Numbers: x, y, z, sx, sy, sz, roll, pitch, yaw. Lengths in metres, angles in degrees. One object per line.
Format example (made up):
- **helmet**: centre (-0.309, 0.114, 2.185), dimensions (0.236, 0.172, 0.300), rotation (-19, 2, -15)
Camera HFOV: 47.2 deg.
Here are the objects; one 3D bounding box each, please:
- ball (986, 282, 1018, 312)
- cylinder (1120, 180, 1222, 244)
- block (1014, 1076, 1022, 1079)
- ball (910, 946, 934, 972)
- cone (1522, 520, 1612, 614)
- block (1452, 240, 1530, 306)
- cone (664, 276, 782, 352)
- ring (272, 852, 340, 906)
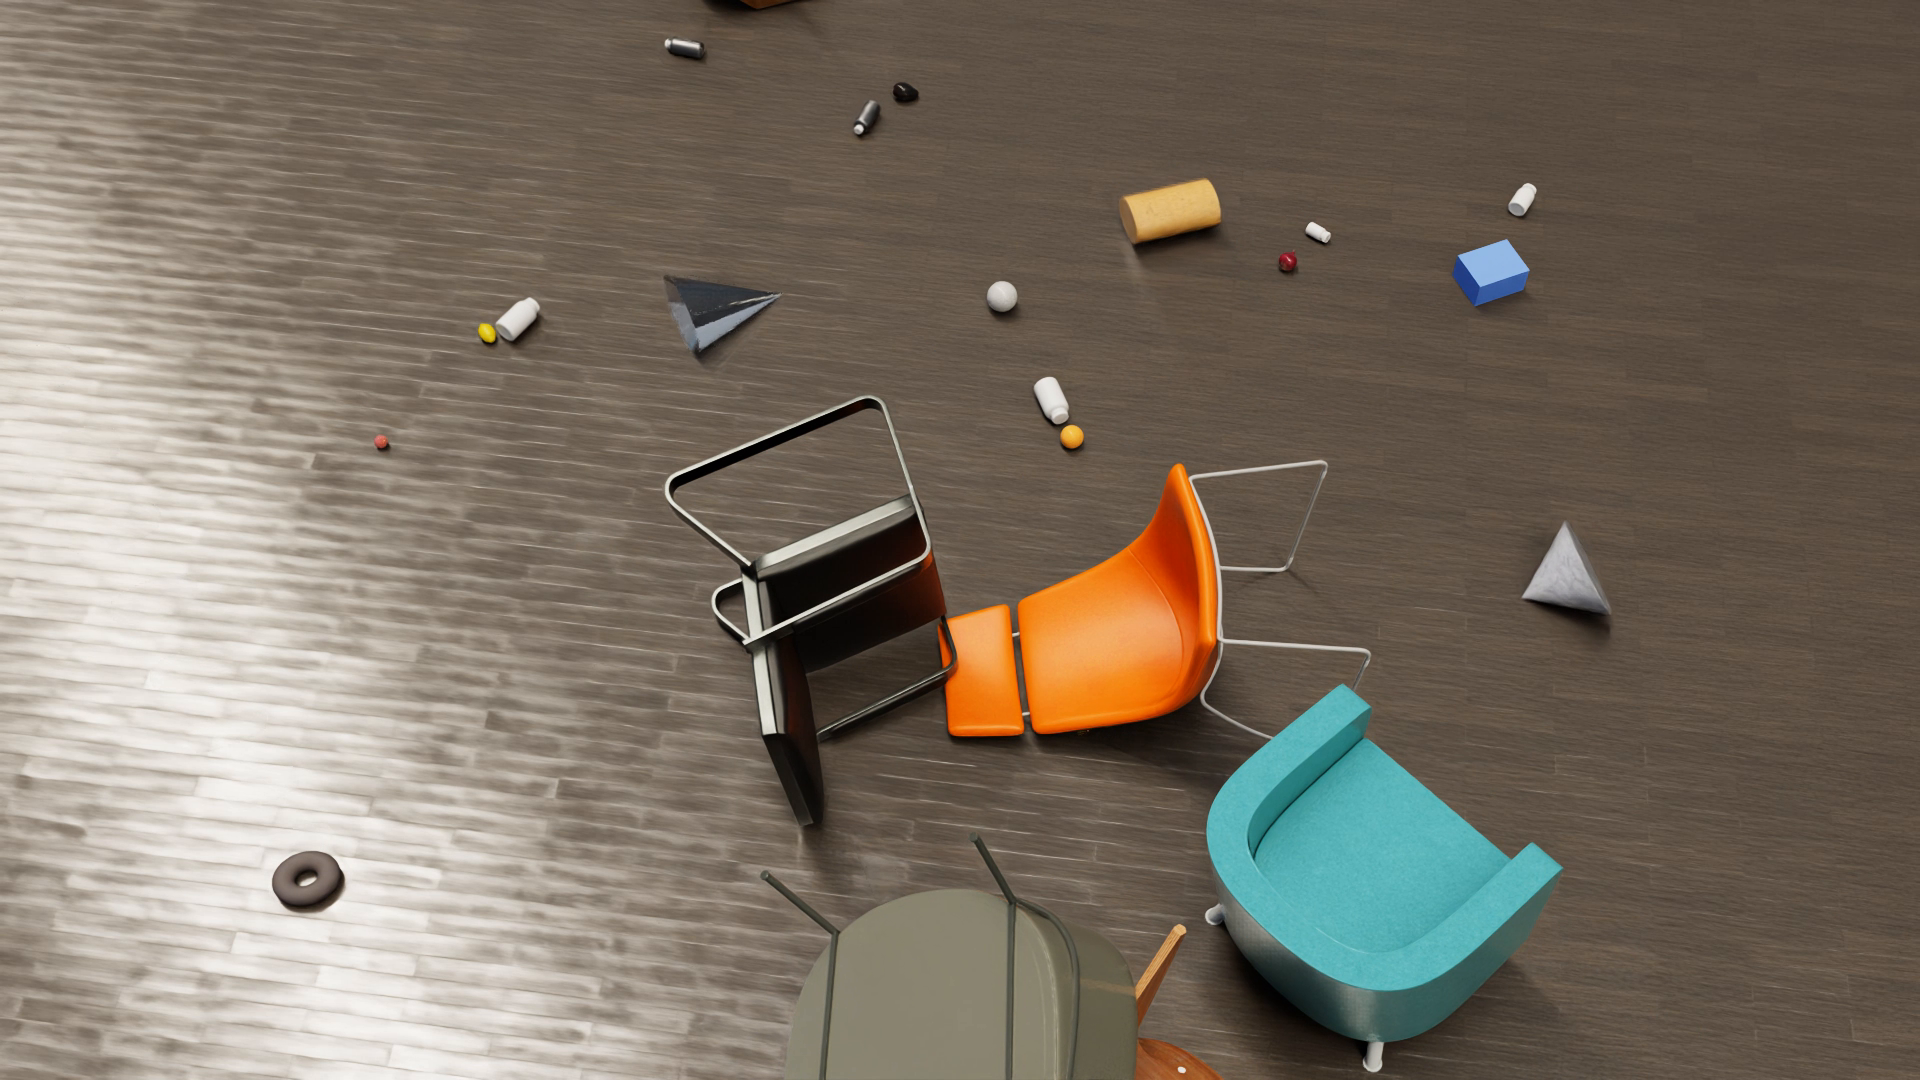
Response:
- **ball**: centre (0.135, -0.779, 7.037), dimensions (0.099, 0.099, 0.099), rotation (0, 56, 0)
- **cylinder**: centre (0.690, -1.078, 7.217), dimensions (0.290, 0.133, 0.173), rotation (-14, 56, -9)
- **block**: centre (0.121, 1.441, 5.550), dimensions (0.068, 0.094, 0.148), rotation (37, 64, 22)
- **ball**: centre (-0.100, 1.105, 5.792), dimensions (0.067, 0.067, 0.067), rotation (0, 56, 0)
- **cone**: centre (1.737, 0.126, 6.425), dimensions (0.212, 0.244, 0.331), rotation (-28, 47, 18)
- **block**: centre (1.712, -0.862, 7.095), dimensions (0.181, 0.096, 0.143), rotation (-19, 58, -12)
- **cone**: centre (-0.729, -0.756, 7.042), dimensions (0.347, 0.134, 0.333), rotation (-14, 55, -22)
- **ring**: centre (-1.763, 0.911, 5.930), dimensions (0.184, 0.055, 0.155), rotation (-11, 56, -6)
